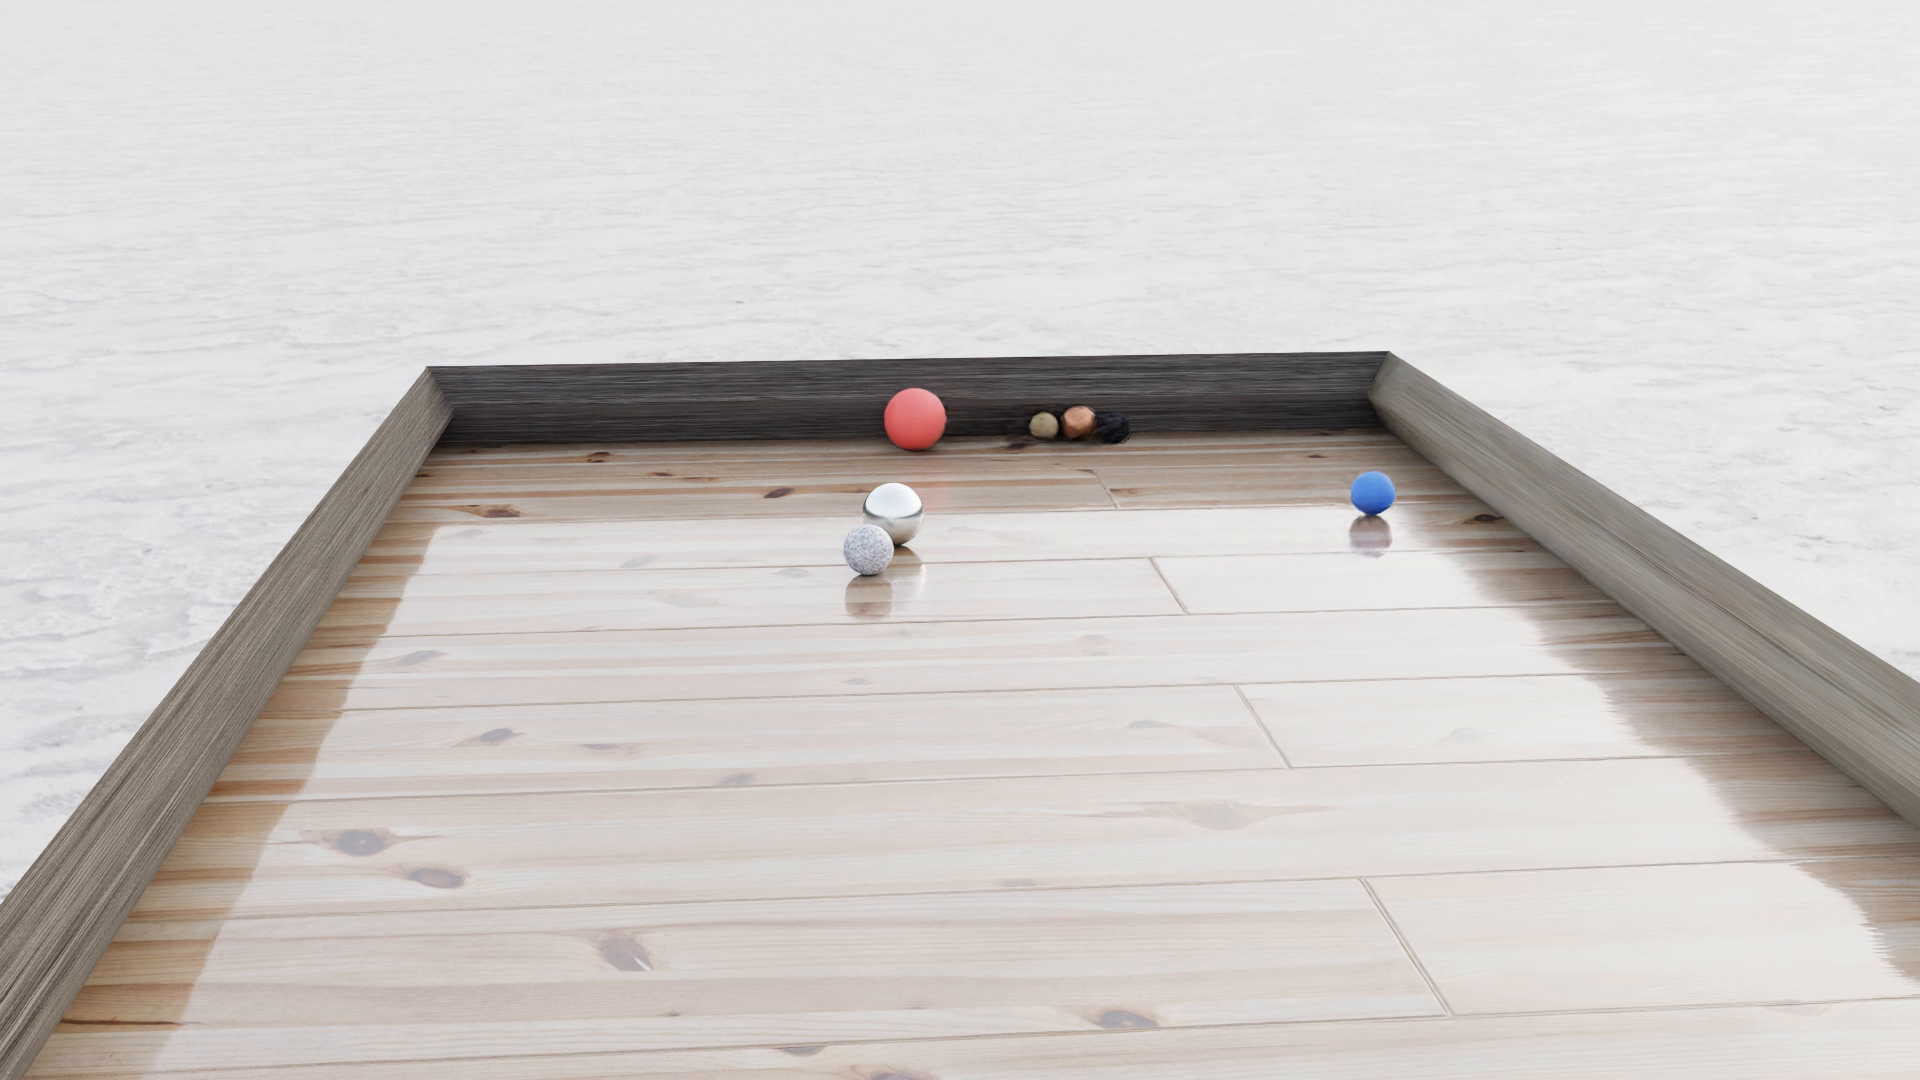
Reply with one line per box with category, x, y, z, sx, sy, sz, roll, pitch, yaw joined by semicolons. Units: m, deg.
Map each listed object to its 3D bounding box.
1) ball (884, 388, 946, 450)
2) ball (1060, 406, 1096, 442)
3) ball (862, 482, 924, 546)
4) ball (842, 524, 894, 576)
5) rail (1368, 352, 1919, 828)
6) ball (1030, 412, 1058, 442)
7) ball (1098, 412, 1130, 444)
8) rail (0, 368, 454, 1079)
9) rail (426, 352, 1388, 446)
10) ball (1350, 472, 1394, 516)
ball;-0.069;-0.186;3.379;0.096;0.096;0.096;0;15;0
ball;0.185;-0.182;3.439;0.057;0.057;0.057;0;15;0
ball;-0.086;-0.033;2.834;0.081;0.081;0.081;0;15;0
ball;-0.113;0.012;2.702;0.062;0.062;0.062;0;15;0
rail;0.798;0.143;2.088;0.045;0.124;2.997;-1;15;-5
ball;0.132;-0.178;3.447;0.046;0.046;0.046;0;15;0
ball;0.240;-0.174;3.428;0.048;0.048;0.048;0;15;0
rail;-0.664;0.177;1.960;0.045;0.124;2.997;-1;15;-5
rail;-0.065;-0.219;3.443;1.515;0.124;0.045;-1;15;-5
ball;0.561;-0.063;2.991;0.059;0.059;0.059;0;15;0
